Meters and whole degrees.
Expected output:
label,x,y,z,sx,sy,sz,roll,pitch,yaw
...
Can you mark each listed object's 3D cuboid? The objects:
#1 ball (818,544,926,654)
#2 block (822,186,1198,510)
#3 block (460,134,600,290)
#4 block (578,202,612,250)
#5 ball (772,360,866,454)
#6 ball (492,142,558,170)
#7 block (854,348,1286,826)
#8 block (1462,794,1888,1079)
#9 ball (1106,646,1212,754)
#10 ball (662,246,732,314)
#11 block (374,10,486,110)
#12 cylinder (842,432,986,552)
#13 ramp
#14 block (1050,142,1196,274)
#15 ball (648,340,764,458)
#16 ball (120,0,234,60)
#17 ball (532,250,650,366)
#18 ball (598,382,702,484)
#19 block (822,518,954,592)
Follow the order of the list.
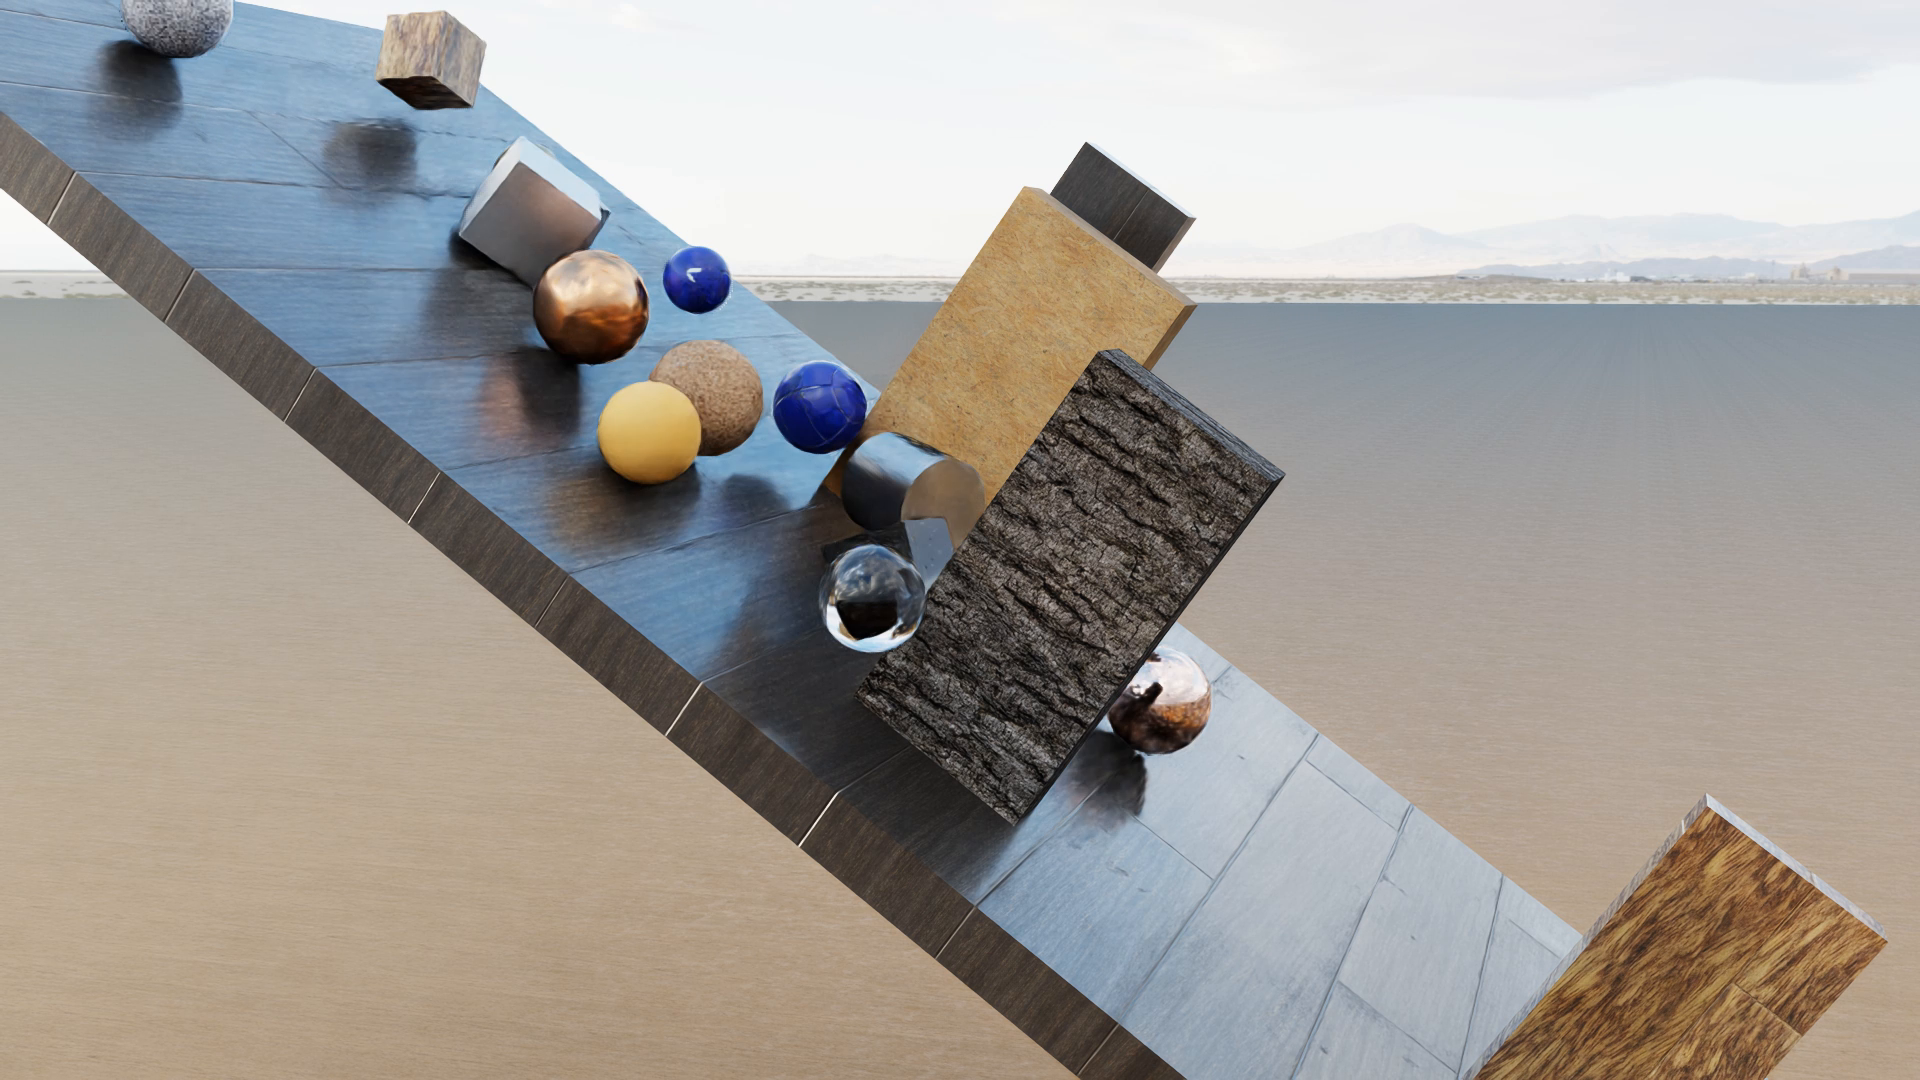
label,x,y,z,sx,sy,sz,roll,pitch,yaw
ball,-0.132,0.088,3.289,0.162,0.162,0.162,0,7,0
block,0.089,-0.275,4.182,0.375,0.692,0.125,38,16,10
block,-0.823,-0.625,4.218,0.186,0.186,0.186,36,14,-23
block,-0.825,-0.656,4.421,0.143,0.143,0.143,45,18,32
ball,-0.266,-0.252,4.176,0.178,0.178,0.178,0,7,0
ball,-0.889,-0.745,4.519,0.145,0.145,0.145,0,7,0
block,0.163,0.072,3.368,0.320,0.663,0.139,38,16,10
block,1.106,0.742,3.448,0.325,0.618,0.091,38,16,10
ball,0.360,0.292,4.003,0.197,0.197,0.197,0,7,0
ball,-0.478,-0.473,4.001,0.124,0.124,0.124,0,7,0
block,-1.113,-1.008,4.629,0.148,0.148,0.148,2,-15,25
cylinder,-0.084,-0.080,3.946,0.186,0.186,0.186,-5,20,-37
ramp,-0.078,0.145,4.076,4.000,0.100,2.000,38,16,10
block,0.153,-0.428,4.595,0.264,0.783,0.090,38,16,10
ball,-0.451,-0.251,3.888,0.208,0.208,0.208,0,7,0
ball,-1.428,-0.977,4.013,0.195,0.195,0.195,0,7,0
ball,-0.660,-0.417,3.940,0.208,0.208,0.208,0,7,0
ball,-0.511,-0.176,3.618,0.170,0.170,0.170,0,7,0
block,-0.106,0.062,3.620,0.156,0.156,0.156,-16,-4,24
